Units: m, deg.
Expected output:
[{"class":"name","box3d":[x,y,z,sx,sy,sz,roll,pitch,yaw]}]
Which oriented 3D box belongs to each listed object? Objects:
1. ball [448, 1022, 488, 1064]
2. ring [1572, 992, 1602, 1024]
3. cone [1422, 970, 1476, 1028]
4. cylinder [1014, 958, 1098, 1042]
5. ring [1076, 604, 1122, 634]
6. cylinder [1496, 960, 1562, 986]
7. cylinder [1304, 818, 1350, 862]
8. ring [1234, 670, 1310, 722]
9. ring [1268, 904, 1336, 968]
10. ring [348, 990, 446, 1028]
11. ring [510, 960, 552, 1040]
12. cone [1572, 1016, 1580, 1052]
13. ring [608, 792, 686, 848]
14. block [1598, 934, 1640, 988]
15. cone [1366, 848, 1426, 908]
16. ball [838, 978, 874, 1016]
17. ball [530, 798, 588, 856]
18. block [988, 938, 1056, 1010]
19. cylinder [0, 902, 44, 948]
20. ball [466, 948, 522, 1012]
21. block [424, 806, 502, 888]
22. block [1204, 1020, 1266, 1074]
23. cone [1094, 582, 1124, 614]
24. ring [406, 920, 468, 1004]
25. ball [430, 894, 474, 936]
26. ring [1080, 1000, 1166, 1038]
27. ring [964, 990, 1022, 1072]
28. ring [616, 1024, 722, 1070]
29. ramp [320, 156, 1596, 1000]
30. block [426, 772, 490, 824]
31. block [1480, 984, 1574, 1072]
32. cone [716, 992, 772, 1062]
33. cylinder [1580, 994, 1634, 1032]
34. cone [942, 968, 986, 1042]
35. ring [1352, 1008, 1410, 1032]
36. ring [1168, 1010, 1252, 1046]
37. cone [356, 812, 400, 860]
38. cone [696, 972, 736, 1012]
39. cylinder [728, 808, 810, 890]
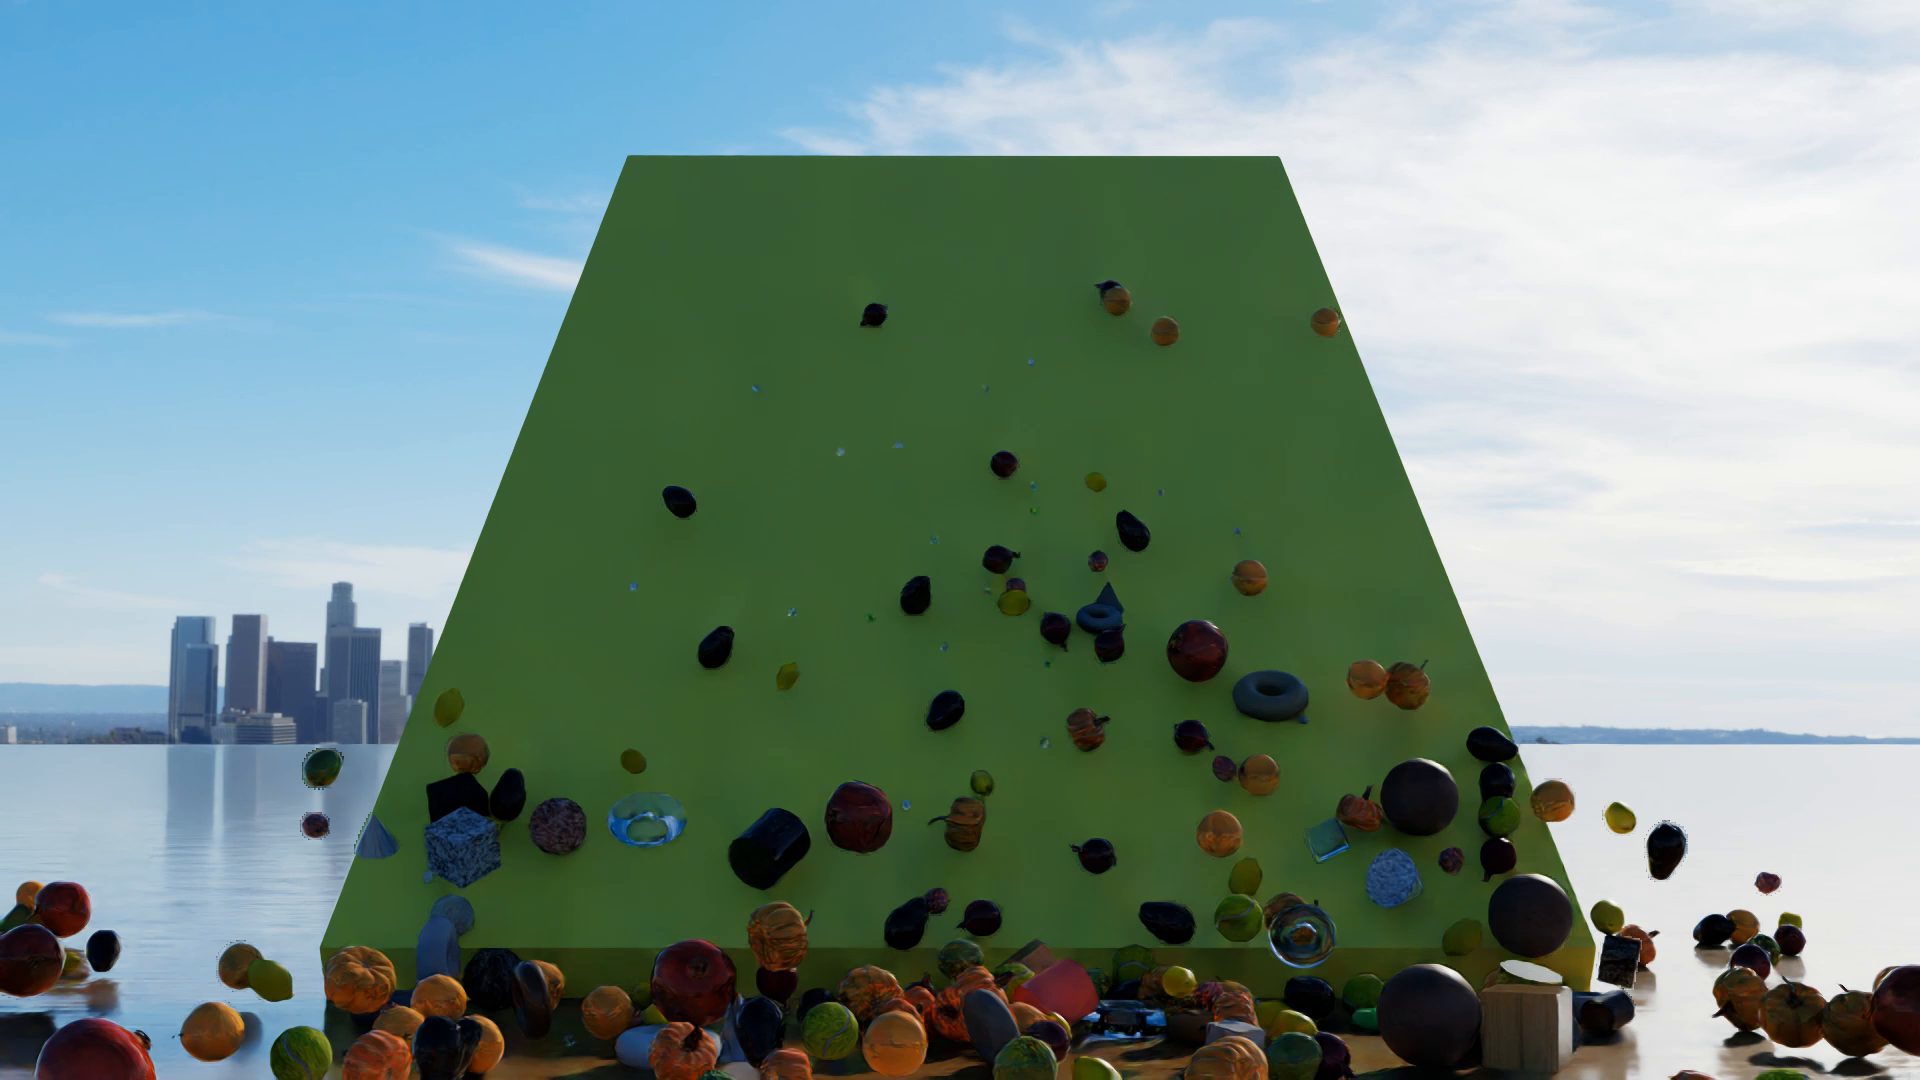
[{"class":"ball","box3d":[-0.626,0.639,3.016,0.052,0.052,0.052,0,-5,0]},{"class":"ring","box3d":[0.911,0.683,3.463,0.118,0.039,0.118,0,-6,0]},{"class":"cone","box3d":[0.706,0.659,3.427,0.080,0.080,0.080,0,-5,0]},{"class":"cylinder","box3d":[0.130,0.624,3.221,0.082,0.082,0.082,-25,10,-32]},{"class":"ring","box3d":[0.272,0.154,4.631,0.092,0.031,0.092,1,27,-1]},{"class":"cylinder","box3d":[0.774,0.632,3.249,0.085,0.085,0.085,10,8,-1]},{"class":"cylinder","box3d":[0.606,0.495,3.913,0.056,0.056,0.056,-26,-5,-1]},{"class":"ring","box3d":[0.572,0.286,4.357,0.140,0.047,0.140,-1,27,1]},{"class":"ring","box3d":[0.493,0.570,3.412,0.098,0.098,0.033,-1,-33,15]},{"class":"ring","box3d":[-0.812,0.677,3.423,0.137,0.046,0.137,1,-6,0]},{"class":"ring","box3d":[-0.575,0.617,3.181,0.036,0.108,0.108,-8,-1,-24]},{"class":"cone","box3d":[0.765,0.643,3.087,0.061,0.061,0.061,1,-11,-15]},{"class":"ring","box3d":[-0.527,0.470,3.993,0.132,0.044,0.132,1,28,-1]},{"class":"block","box3d":[1.013,0.647,3.646,0.053,0.053,0.053,10,29,18]},{"class":"cone","box3d":[0.720,0.554,3.809,0.096,0.096,0.096,25,-20,-40]},{"class":"ball","box3d":[-0.155,0.681,3.535,0.055,0.055,0.055,0,-5,0]},{"class":"ball","box3d":[-0.665,0.474,3.927,0.095,0.095,0.095,0,-5,0]},{"class":"block","box3d":[0.106,0.637,3.412,0.087,0.087,0.087,-36,0,-7]},{"class":"cylinder","box3d":[-1.841,0.755,4.643,0.064,0.064,0.064,31,-27,17]},{"class":"ball","box3d":[-0.699,0.661,3.569,0.095,0.095,0.095,0,-5,0]},{"class":"block","box3d":[-0.814,0.503,3.883,0.083,0.083,0.083,20,33,34]},{"class":"block","box3d":[0.342,0.631,2.954,0.052,0.052,0.052,4,1,-43]},{"class":"cone","box3d":[0.292,0.109,4.682,0.064,0.064,0.064,0,27,0]},{"class":"ring","box3d":[-0.776,0.628,3.530,0.044,0.132,0.132,-25,-11,12]},{"class":"ball","box3d":[-0.798,0.591,3.727,0.067,0.067,0.067,0,-5,0]},{"class":"ring","box3d":[0.227,0.669,3.313,0.123,0.041,0.123,3,-2,0]},{"class":"ring","box3d":[0.040,0.598,2.889,0.036,0.107,0.107,-22,4,-22]},{"class":"ring","box3d":[-0.369,0.642,3.003,0.134,0.045,0.134,0,-4,0]},{"class":"ramp","box3d":[-0.011,-0.226,5.518,2.000,0.100,4.000,0,27,0]},{"class":"block","box3d":[-0.844,0.450,3.993,0.076,0.076,0.076,-17,32,-30]},{"class":"block","box3d":[0.717,0.616,2.996,0.095,0.095,0.095,-2,-5,25]},{"class":"cone","box3d":[-0.284,0.627,3.067,0.084,0.084,0.084,0,-5,0]},{"class":"cylinder","box3d":[0.899,0.656,3.292,0.052,0.052,0.052,11,-10,-39]},{"class":"cone","box3d":[0.021,0.640,3.279,0.094,0.094,0.094,0,-5,0]},{"class":"ring","box3d":[0.598,0.681,3.368,0.083,0.028,0.083,-1,-6,0]},{"class":"ring","box3d":[0.342,0.664,3.227,0.117,0.039,0.117,1,-5,0]},{"class":"cone","box3d":[-0.970,0.482,3.935,0.072,0.072,0.072,0,27,0]},{"class":"cone","box3d":[-0.356,0.673,3.602,0.066,0.066,0.066,-2,13,25]},{"class":"cylinder","box3d":[-0.311,0.503,3.868,0.097,0.097,0.097,-3,22,33]}]
